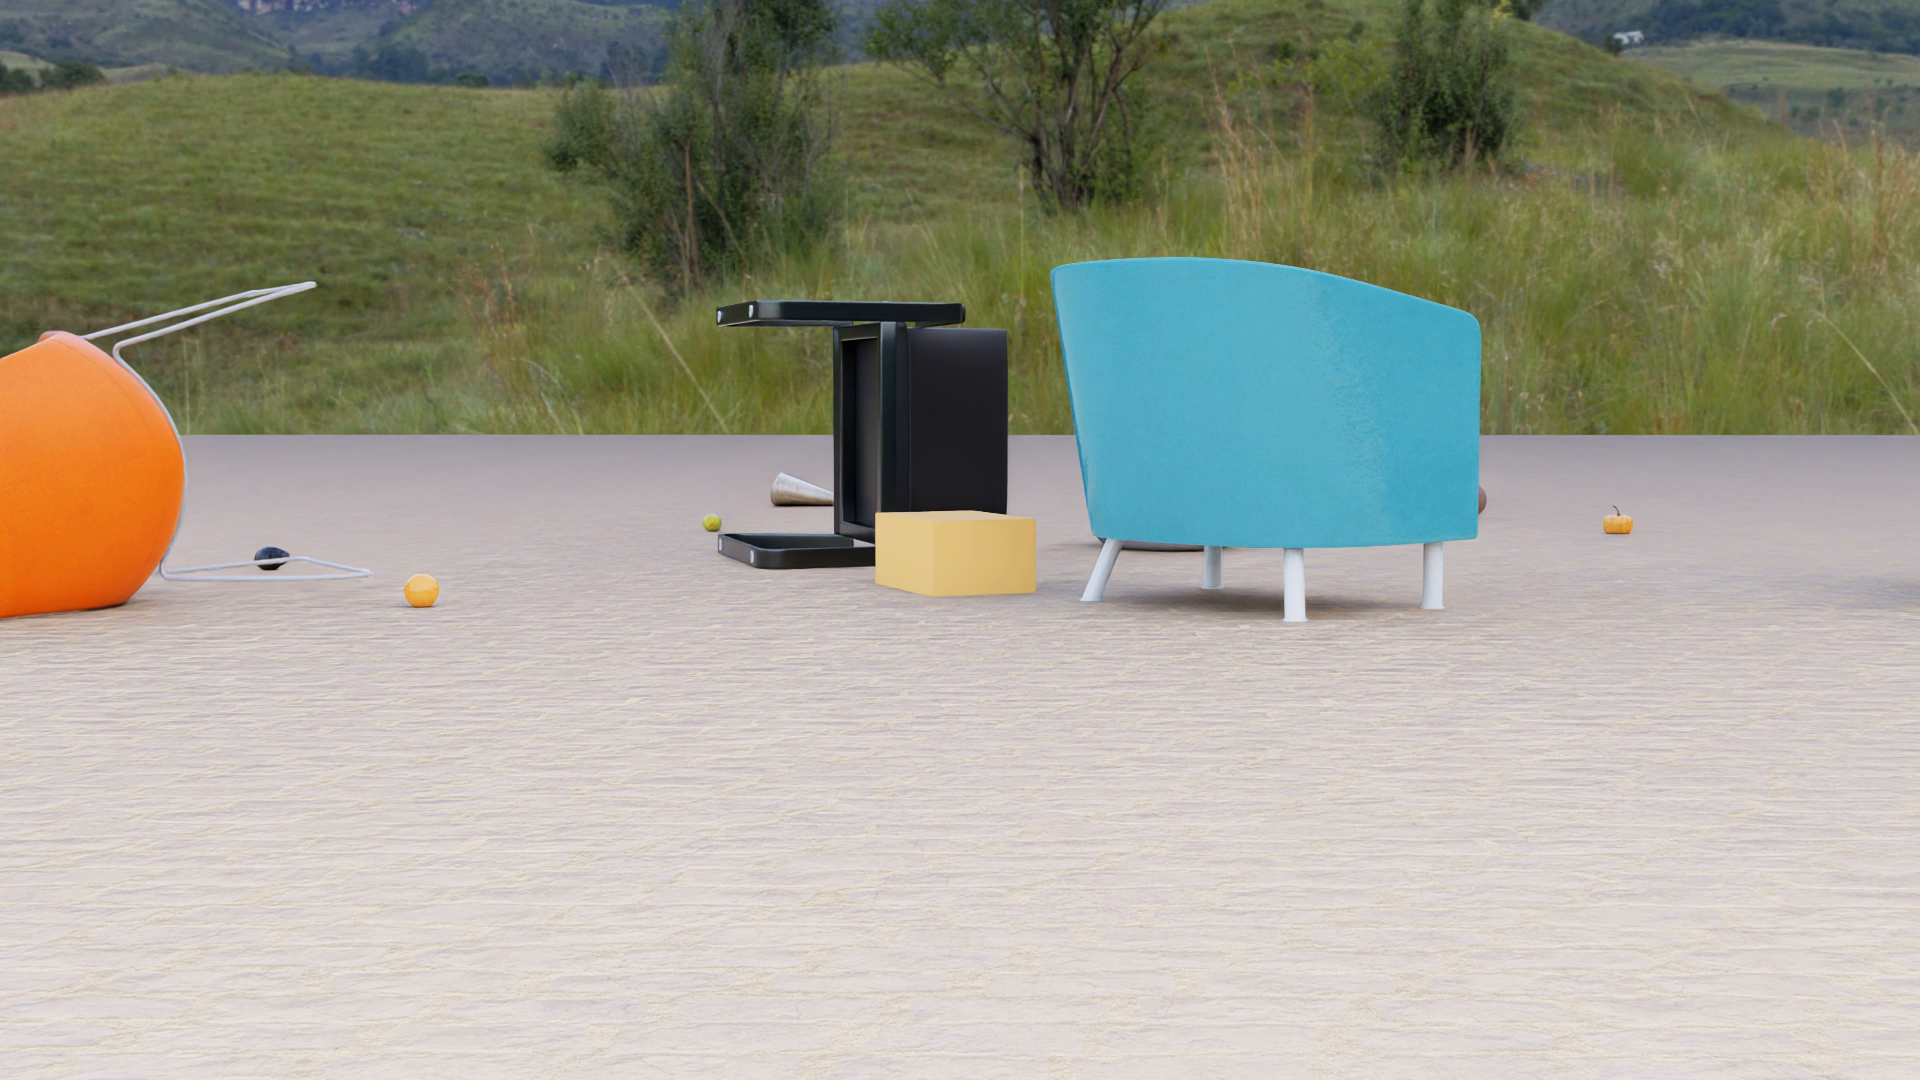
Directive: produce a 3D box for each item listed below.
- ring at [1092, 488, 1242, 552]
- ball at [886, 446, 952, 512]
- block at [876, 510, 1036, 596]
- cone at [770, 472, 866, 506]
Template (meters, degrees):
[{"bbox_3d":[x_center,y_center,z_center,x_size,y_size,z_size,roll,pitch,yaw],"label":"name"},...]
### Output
[{"bbox_3d":[0.587,-0.059,6.250,0.404,0.163,0.478,-4,4,-29],"label":"ring"},{"bbox_3d":[-0.151,-0.222,8.037,0.240,0.240,0.240,0,4,0],"label":"ball"},{"bbox_3d":[-0.014,0.027,4.958,0.245,0.164,0.350,-2,4,-23],"label":"block"},{"bbox_3d":[-0.526,-0.165,8.476,0.351,0.131,0.315,11,4,7],"label":"cone"}]
